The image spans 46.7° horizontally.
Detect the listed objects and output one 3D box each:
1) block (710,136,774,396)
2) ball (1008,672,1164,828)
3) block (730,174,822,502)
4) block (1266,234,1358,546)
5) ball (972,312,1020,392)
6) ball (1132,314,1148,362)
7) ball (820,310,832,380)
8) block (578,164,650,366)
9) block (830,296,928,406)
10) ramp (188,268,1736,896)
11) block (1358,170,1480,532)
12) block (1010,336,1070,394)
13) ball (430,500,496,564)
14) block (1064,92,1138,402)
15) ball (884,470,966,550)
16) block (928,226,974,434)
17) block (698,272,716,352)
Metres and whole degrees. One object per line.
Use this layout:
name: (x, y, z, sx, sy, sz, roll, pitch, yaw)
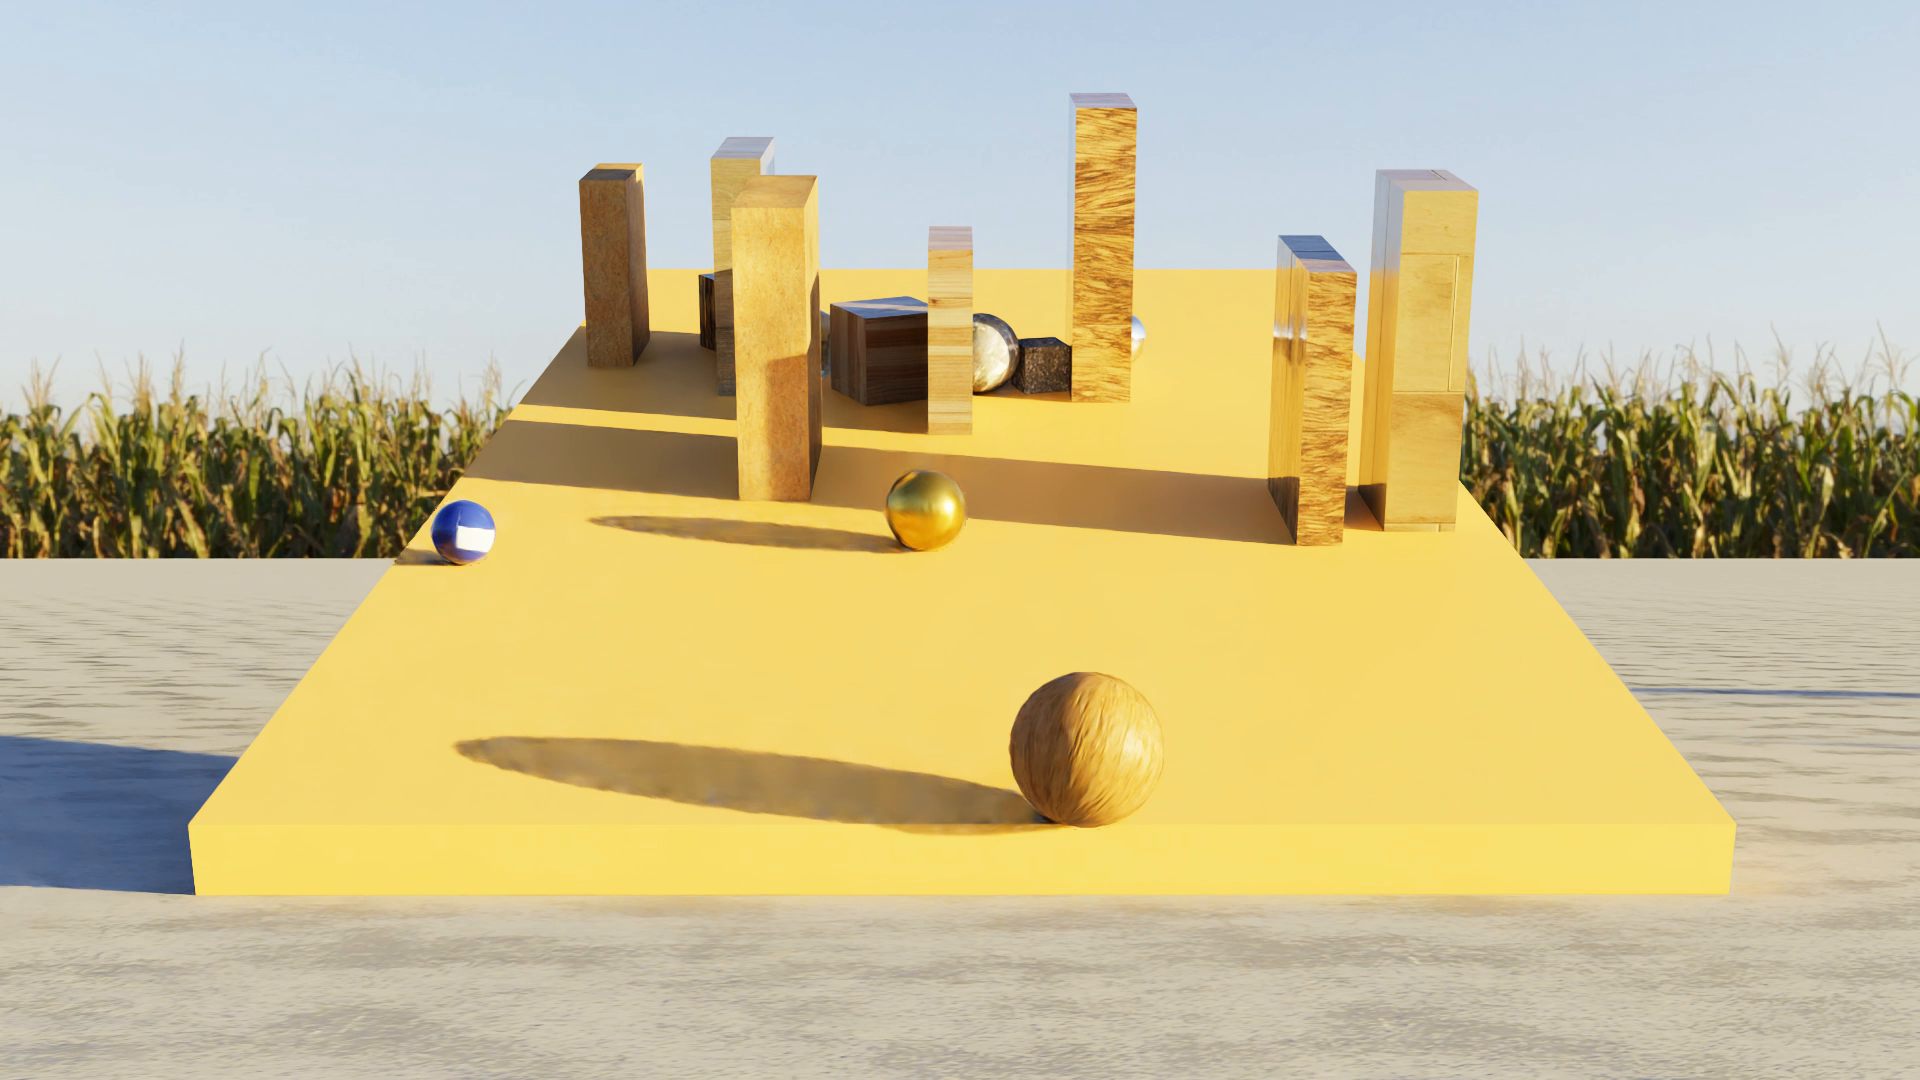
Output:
block: (-0.503, -0.650, 5.239, 0.112, 0.545, 0.396, 0, 17, 0)
ball: (0.162, 0.269, 2.855, 0.200, 0.200, 0.200, 0, 0, 0)
block: (-0.359, -0.411, 4.428, 0.136, 0.567, 0.441, 0, 17, 0)
block: (0.650, -0.286, 4.142, 0.083, 0.500, 0.398, 0, 17, 0)
ball: (0.047, -0.433, 5.148, 0.185, 0.185, 0.185, 0, 0, 0)
ball: (0.391, -0.491, 5.427, 0.131, 0.131, 0.131, 0, 0, 0)
ball: (-0.359, -0.460, 5.246, 0.177, 0.177, 0.177, 0, 0, 0)
block: (-0.852, -0.685, 5.507, 0.111, 0.452, 0.314, 0, 17, 0)
block: (-0.166, -0.438, 5.135, 0.202, 0.202, 0.202, -8, 19, -25)
ramp: (-0.003, -0.176, 4.799, 2.000, 0.100, 4.000, 0, 17, 0)
block: (0.849, -0.356, 4.151, 0.132, 0.629, 0.277, 0, 17, 0)
block: (0.187, -0.409, 5.201, 0.107, 0.107, 0.107, -5, 18, -16)
ball: (-0.873, -0.014, 3.912, 0.113, 0.113, 0.113, 0, 0, 0)
block: (0.321, -0.678, 5.130, 0.134, 0.664, 0.326, 0, 17, 0)
ball: (-0.062, -0.054, 3.987, 0.146, 0.146, 0.146, 0, 0, 0)
block: (-0.021, -0.464, 4.881, 0.095, 0.401, 0.312, 0, 17, 0)
block: (-0.533, -0.573, 5.602, 0.182, 0.182, 0.182, -11, 20, -31)
